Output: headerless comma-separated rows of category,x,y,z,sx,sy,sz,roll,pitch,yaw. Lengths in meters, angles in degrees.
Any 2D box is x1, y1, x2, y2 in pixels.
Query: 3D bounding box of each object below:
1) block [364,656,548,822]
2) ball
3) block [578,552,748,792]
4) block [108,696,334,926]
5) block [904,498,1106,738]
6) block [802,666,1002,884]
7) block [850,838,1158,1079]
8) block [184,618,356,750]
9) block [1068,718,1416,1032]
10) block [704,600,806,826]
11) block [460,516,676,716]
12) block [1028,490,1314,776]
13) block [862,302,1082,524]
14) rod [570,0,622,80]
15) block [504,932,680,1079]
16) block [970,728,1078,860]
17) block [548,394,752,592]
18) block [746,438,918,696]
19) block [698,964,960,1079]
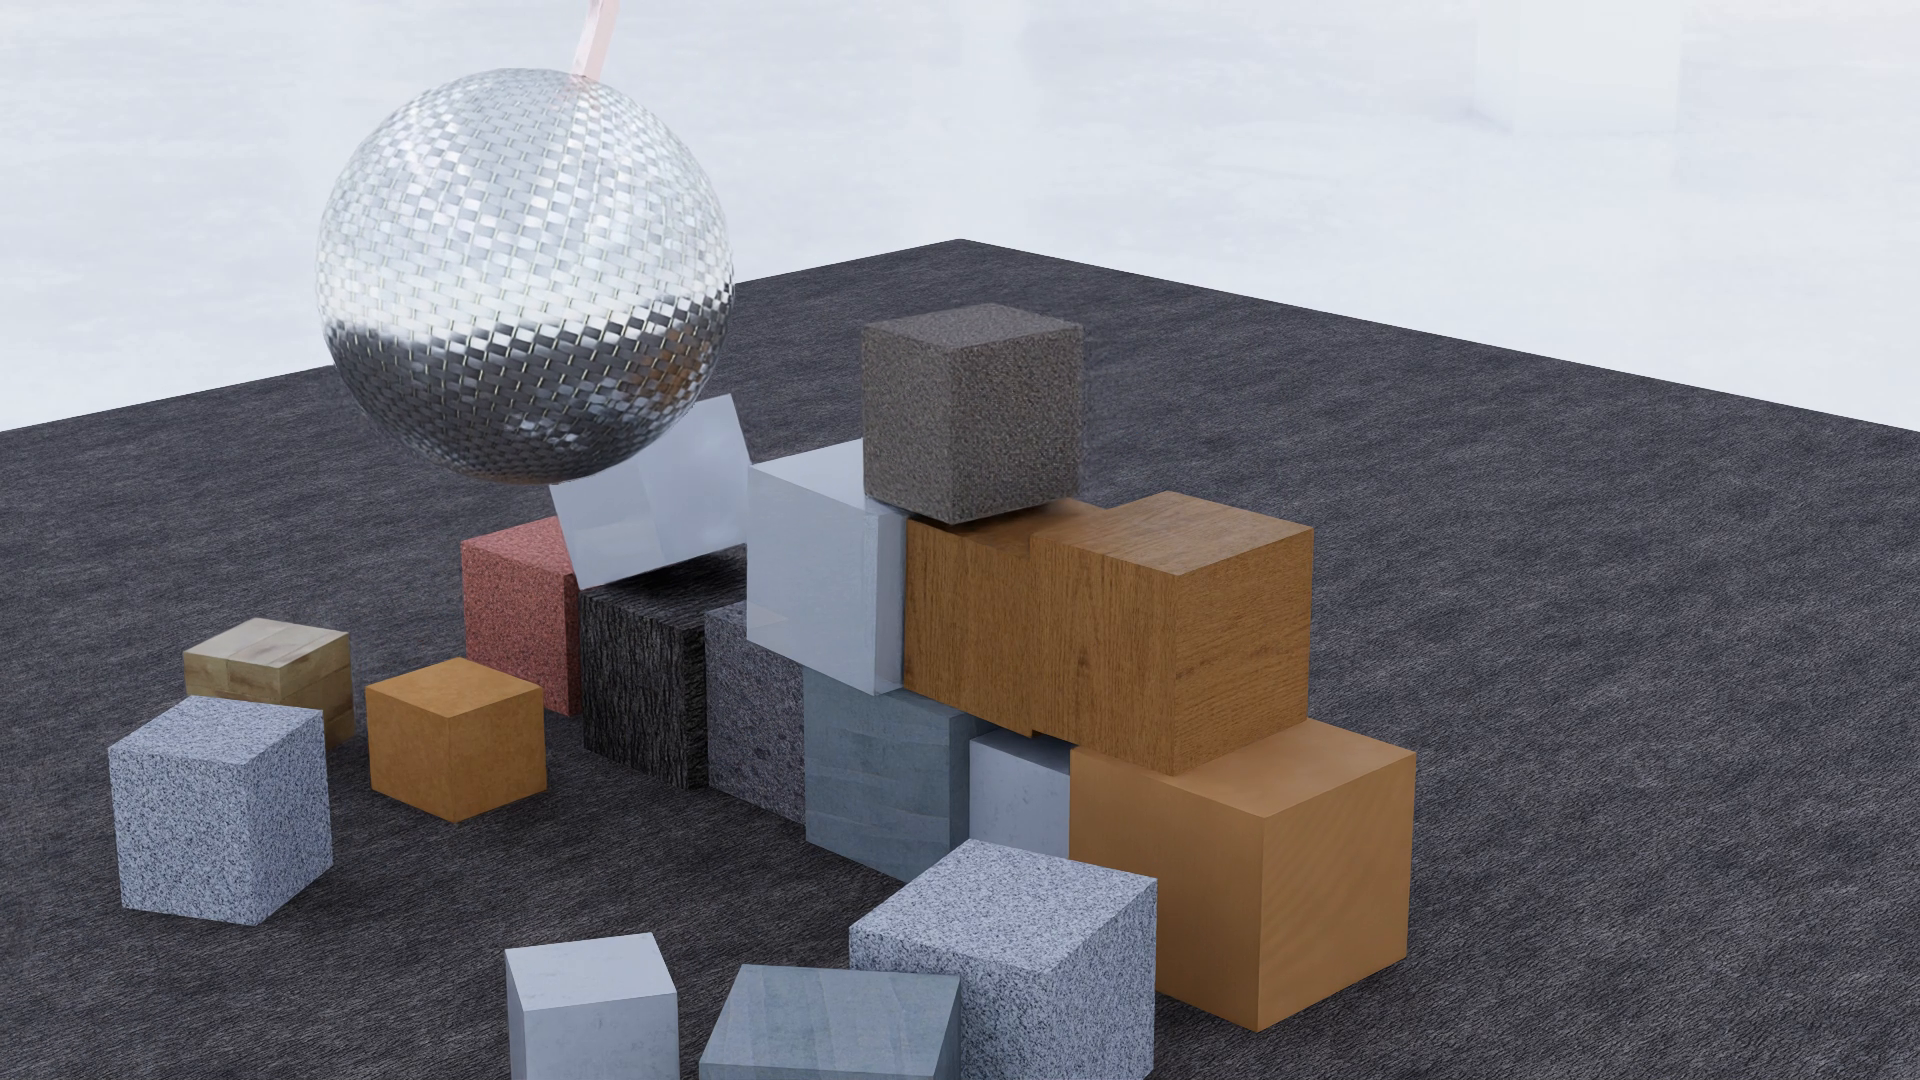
block,-2.466,0.970,14.361,0.643,0.538,0.579,15,23,40
ball,-1.667,-1.010,11.277,1.600,1.600,1.600,0,17,0
block,-1.289,0.649,14.885,0.820,0.837,0.958,17,24,42
block,-3.322,1.209,13.224,0.674,0.764,0.696,5,18,16
block,0.310,0.302,13.116,0.765,0.807,0.801,-16,26,-42
block,-0.046,1.000,13.700,0.962,0.877,0.963,-17,24,-42
block,0.176,1.777,11.314,0.829,0.825,0.955,9,20,27
block,-3.511,0.782,14.929,0.586,0.556,0.582,8,19,23
block,1.194,1.340,12.506,1.006,0.945,1.055,-17,24,-42
block,-0.690,0.794,14.311,0.724,0.904,0.834,-17,24,-42
block,-2.096,0.383,15.826,0.862,0.780,0.784,16,23,41
block,0.900,0.379,12.532,0.807,0.874,0.904,16,23,41
block,0.055,-0.575,13.042,0.746,0.778,0.629,-13,21,-37
rod,-0.722,-4.276,11.241,0.080,5.200,0.080,17,1,42
block,-1.395,1.928,11.141,0.568,0.641,0.542,-5,18,-15
block,0.569,1.240,13.155,0.762,0.746,0.727,-17,24,-42
block,-1.553,-0.241,14.942,0.704,0.749,0.750,-17,1,-44
block,-0.329,0.081,13.662,0.971,0.856,0.900,-16,26,-41
block,-0.448,2.059,10.532,0.814,0.757,0.782,2,18,7
